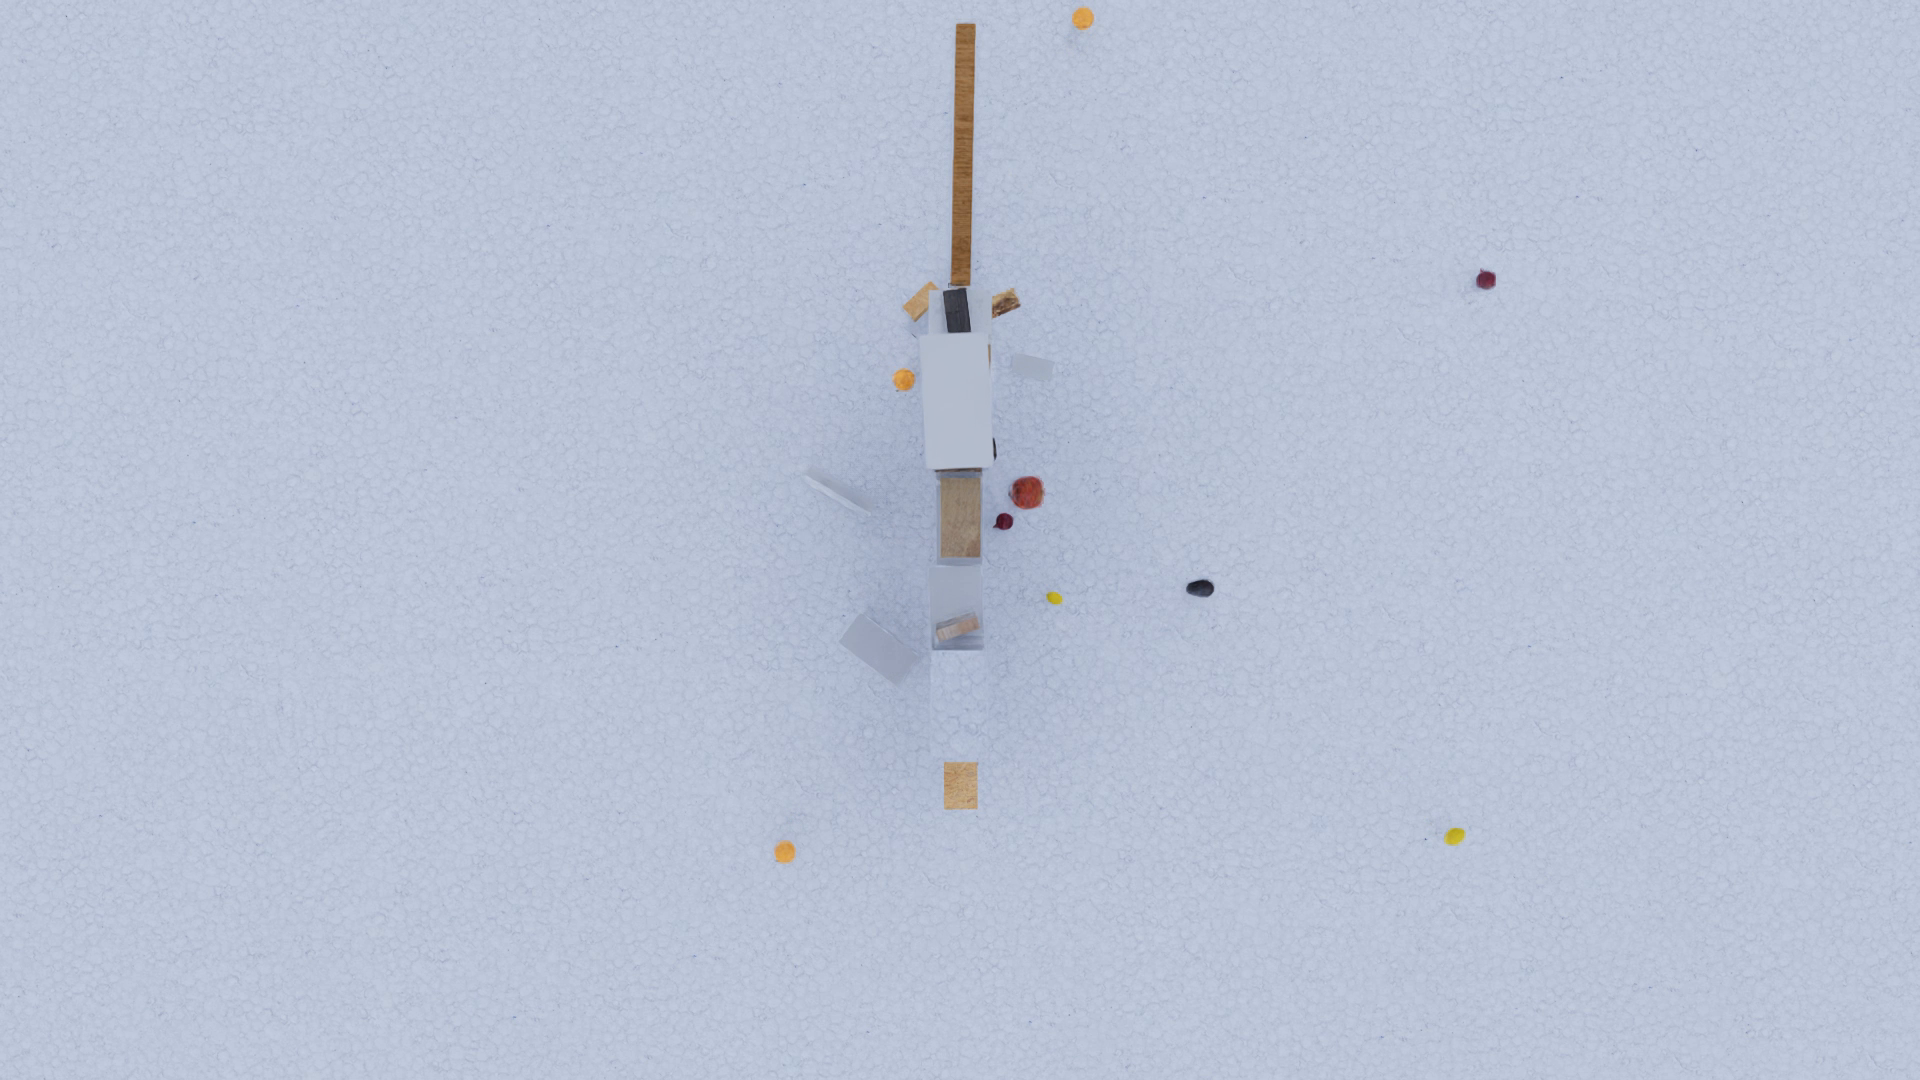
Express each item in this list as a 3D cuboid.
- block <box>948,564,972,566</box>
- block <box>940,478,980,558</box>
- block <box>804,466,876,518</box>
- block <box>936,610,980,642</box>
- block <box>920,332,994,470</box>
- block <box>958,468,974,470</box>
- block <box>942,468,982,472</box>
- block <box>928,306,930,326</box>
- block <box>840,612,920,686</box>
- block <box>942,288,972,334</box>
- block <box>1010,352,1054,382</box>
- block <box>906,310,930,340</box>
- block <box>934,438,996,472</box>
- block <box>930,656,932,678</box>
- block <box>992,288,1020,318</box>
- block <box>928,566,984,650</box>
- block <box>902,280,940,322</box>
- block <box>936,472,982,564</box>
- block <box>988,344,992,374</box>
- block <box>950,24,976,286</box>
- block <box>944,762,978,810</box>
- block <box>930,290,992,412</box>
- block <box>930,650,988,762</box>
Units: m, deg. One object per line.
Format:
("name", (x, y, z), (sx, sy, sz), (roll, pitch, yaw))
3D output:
("block", (0.002, 0.008, 5.337), (0.076, 0.022, 0.152), (1, 90, 0))
("block", (0.002, -0.064, 4.759), (0.115, 0.033, 0.230), (0, 90, 0))
("block", (-0.397, -0.156, 5.432), (0.245, 0.122, 0.035), (31, 79, -2))
("block", (-0.007, 0.249, 4.786), (0.122, 0.245, 0.035), (-19, 92, 0))
("block", (-0.009, -0.368, 4.380), (0.178, 0.050, 0.355), (-3, 90, 0))
("block", (0.005, -0.282, 5.020), (0.071, 0.020, 0.141), (0, 91, 0))
("block", (-0.002, -0.337, 5.193), (0.144, 0.041, 0.287), (0, 90, 0))
("block", (-0.001, -0.657, 5.156), (0.180, 0.688, 0.051), (0, 90, 0))
("block", (-0.269, 0.364, 5.483), (0.245, 0.035, 0.122), (37, 90, 0))
("block", (-0.008, -0.653, 4.752), (0.068, 0.019, 0.135), (-7, 90, 0))
("block", (0.242, -0.575, 5.490), (0.135, 0.019, 0.068), (13, 90, 0))
("block", (-0.116, -0.733, 5.491), (0.065, 0.018, 0.131), (40, 90, 0))
("block", (0.007, -0.239, 4.708), (0.178, 0.605, 0.050), (-8, 91, 0))
("block", (-0.006, 0.355, 4.754), (0.155, 0.310, 0.044), (-2, 91, 0))
("block", (0.126, -0.780, 5.482), (0.135, 0.019, 0.068), (-22, 96, 4))
("block", (-0.009, 0.237, 4.931), (0.157, 0.044, 0.313), (-2, 90, 0))
("block", (-0.123, -0.794, 5.476), (0.131, 0.018, 0.065), (-43, 68, 3))
("block", (-0.001, -0.065, 5.025), (0.141, 0.040, 0.282), (0, 90, 0))
("block", (-0.006, -0.489, 4.583), (0.178, 0.356, 0.050), (-2, 88, 0))
("block", (0.011, -1.282, 5.491), (0.065, 0.018, 0.869), (1, 90, 0))
("block", (0.002, 0.717, 5.029), (0.102, 0.029, 0.203), (0, 90, 0))
("block", (0.002, -0.542, 4.787), (0.180, 0.051, 0.360), (0, 90, 0))
("block", (-0.003, 0.459, 4.577), (0.155, 0.044, 0.310), (0, 90, 0))
